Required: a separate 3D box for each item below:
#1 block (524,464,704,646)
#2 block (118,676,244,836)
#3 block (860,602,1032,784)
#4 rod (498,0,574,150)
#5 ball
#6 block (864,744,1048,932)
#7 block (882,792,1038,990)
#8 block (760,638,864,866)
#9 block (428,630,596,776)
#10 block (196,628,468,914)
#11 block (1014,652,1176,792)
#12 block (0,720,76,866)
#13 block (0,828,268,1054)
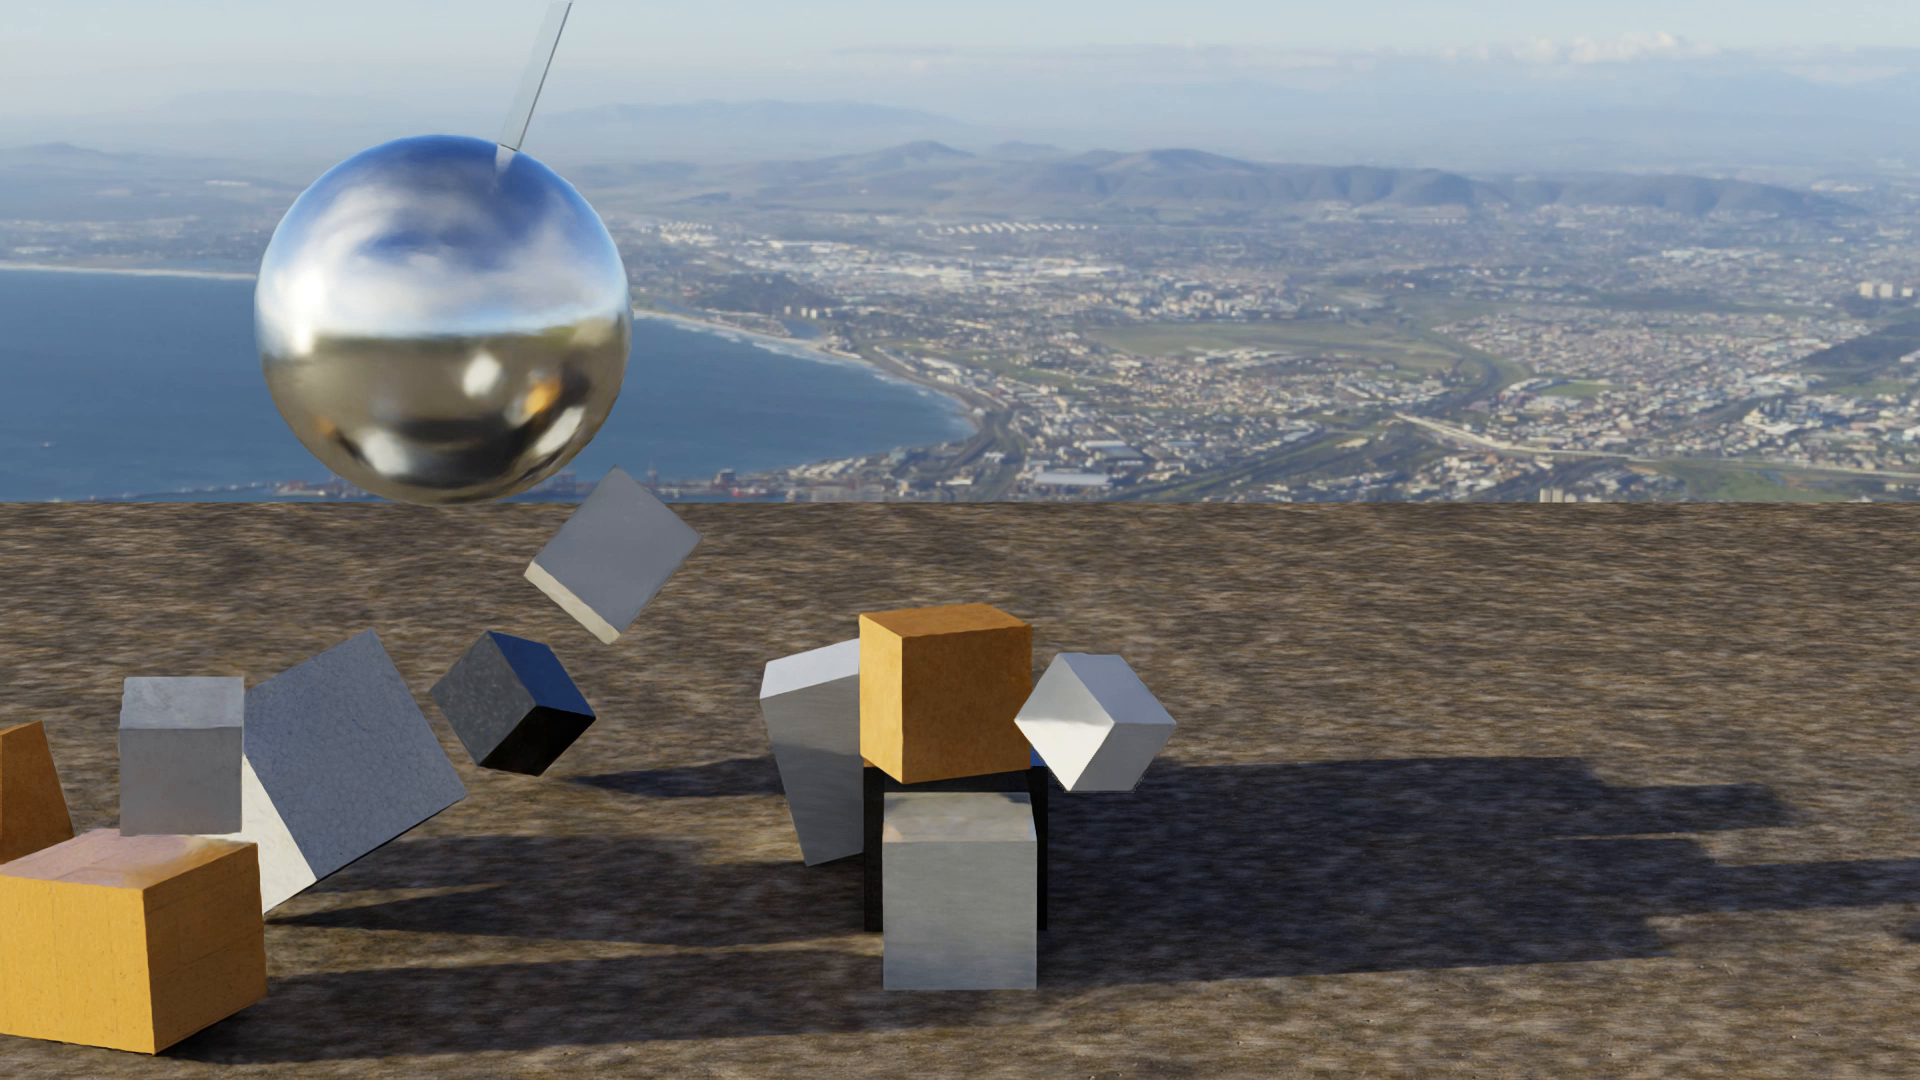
[{"bbox_3d":[-1.307,0.063,9.623,0.418,0.469,0.507,40,-14,-6],"label":"block"},{"bbox_3d":[-2.956,0.816,9.760,0.438,0.436,0.489,1,20,-15],"label":"block"},{"bbox_3d":[-0.063,0.619,10.527,0.563,0.602,0.475,-5,12,-23],"label":"block"},{"bbox_3d":[-0.956,-4.048,10.444,0.080,5.200,0.080,21,10,-4],"label":"rod"},{"bbox_3d":[-2.206,-0.937,11.010,1.600,1.600,1.600,0,10,0],"label":"ball"},{"bbox_3d":[-0.027,1.199,10.997,0.758,0.706,0.854,0,10,-1],"label":"block"},{"bbox_3d":[-0.006,1.390,10.246,0.594,0.598,0.688,0,10,-1],"label":"block"},{"bbox_3d":[-0.447,0.928,11.784,0.729,0.800,0.732,-15,10,1],"label":"block"},{"bbox_3d":[-2.219,0.816,12.739,0.501,0.442,0.505,51,14,26],"label":"block"},{"bbox_3d":[-2.714,0.984,10.706,0.773,0.803,0.771,-30,0,-41],"label":"block"},{"bbox_3d":[0.525,0.710,9.999,0.358,0.355,0.404,5,36,-44],"label":"block"},{"bbox_3d":[-4.332,1.171,11.220,0.545,0.557,0.545,-13,6,20],"label":"block"},{"bbox_3d":[-3.096,1.473,9.536,0.729,0.604,0.651,2,10,22],"label":"block"}]
